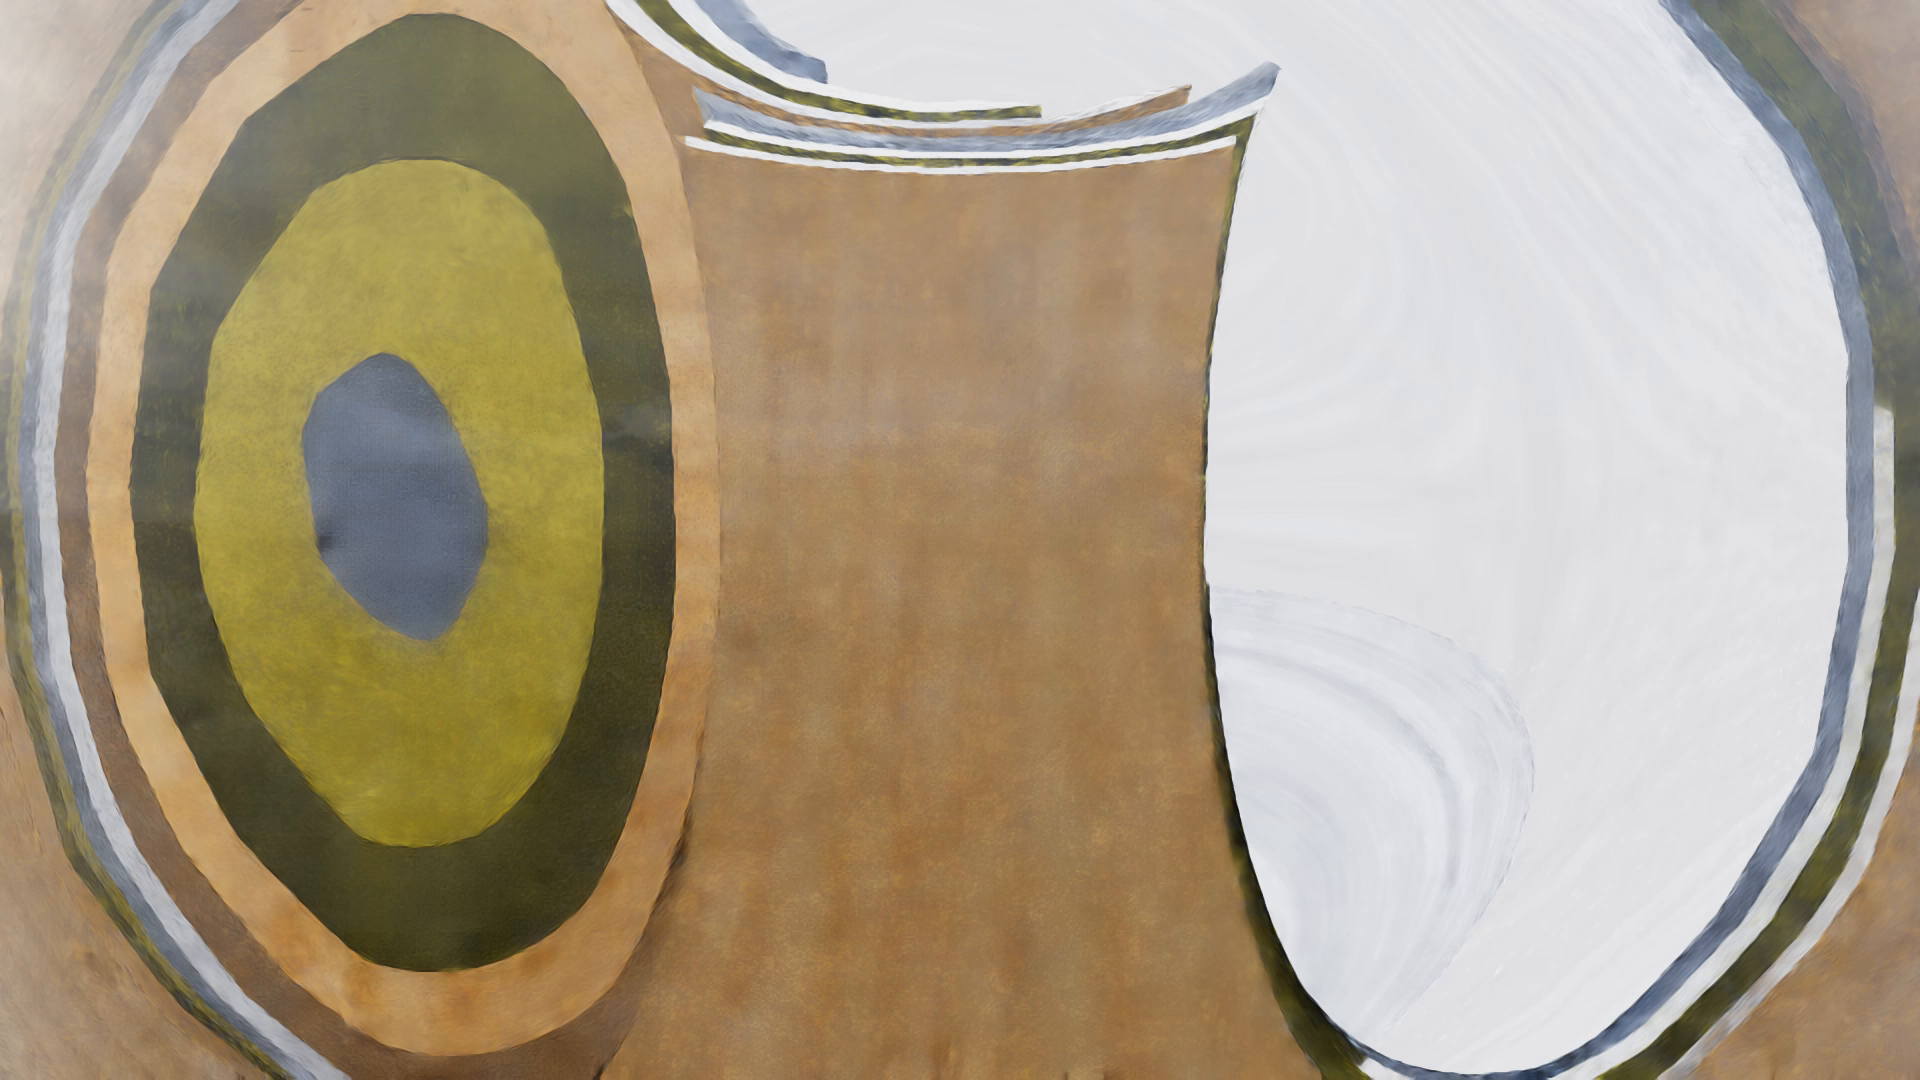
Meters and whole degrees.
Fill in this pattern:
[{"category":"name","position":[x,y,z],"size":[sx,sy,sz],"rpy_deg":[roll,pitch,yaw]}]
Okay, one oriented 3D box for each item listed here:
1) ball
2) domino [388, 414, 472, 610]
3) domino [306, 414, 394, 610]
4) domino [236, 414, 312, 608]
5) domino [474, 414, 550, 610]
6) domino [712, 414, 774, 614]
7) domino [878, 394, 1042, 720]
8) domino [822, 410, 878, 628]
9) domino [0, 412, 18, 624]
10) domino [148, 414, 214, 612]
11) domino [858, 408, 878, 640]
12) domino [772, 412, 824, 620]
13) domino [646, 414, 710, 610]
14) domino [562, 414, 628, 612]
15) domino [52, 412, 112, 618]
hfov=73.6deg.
[{"category":"ball","position":[0.000,-0.002,0.056],"size":[0.080,0.080,0.080],"rpy_deg":[0,4,0]},{"category":"domino","position":[-0.139,-0.008,0.339],"size":[0.009,0.050,0.025],"rpy_deg":[0,4,4]},{"category":"domino","position":[-0.161,-0.008,0.342],"size":[0.009,0.050,0.025],"rpy_deg":[1,4,9]},{"category":"domino","position":[-0.183,-0.008,0.342],"size":[0.010,0.050,0.025],"rpy_deg":[-1,4,-11]},{"category":"domino","position":[-0.118,-0.008,0.338],"size":[0.009,0.050,0.025],"rpy_deg":[0,4,1]},{"category":"domino","position":[-0.053,-0.007,0.333],"size":[0.009,0.050,0.025],"rpy_deg":[2,5,25]},{"category":"domino","position":[0.000,0.002,0.201],"size":[0.025,0.050,0.010],"rpy_deg":[0,4,0]},{"category":"domino","position":[-0.019,-0.005,0.306],"size":[0.025,0.050,0.009],"rpy_deg":[-3,5,-36]},{"category":"domino","position":[-0.238,-0.006,0.309],"size":[0.025,0.050,0.009],"rpy_deg":[4,6,39]},{"category":"domino","position":[-0.203,-0.008,0.336],"size":[0.009,0.050,0.025],"rpy_deg":[-2,5,-24]},{"category":"domino","position":[-0.009,-0.004,0.287],"size":[0.025,0.050,0.010],"rpy_deg":[-2,5,-22]},{"category":"domino","position":[-0.034,-0.007,0.321],"size":[0.010,0.050,0.025],"rpy_deg":[4,6,39]},{"category":"domino","position":[-0.074,-0.008,0.338],"size":[0.009,0.050,0.025],"rpy_deg":[0,4,2]},{"category":"domino","position":[-0.096,-0.008,0.337],"size":[0.009,0.050,0.025],"rpy_deg":[0,4,-1]},{"category":"domino","position":[-0.222,-0.007,0.325],"size":[0.010,0.050,0.025],"rpy_deg":[-3,5,-37]}]
